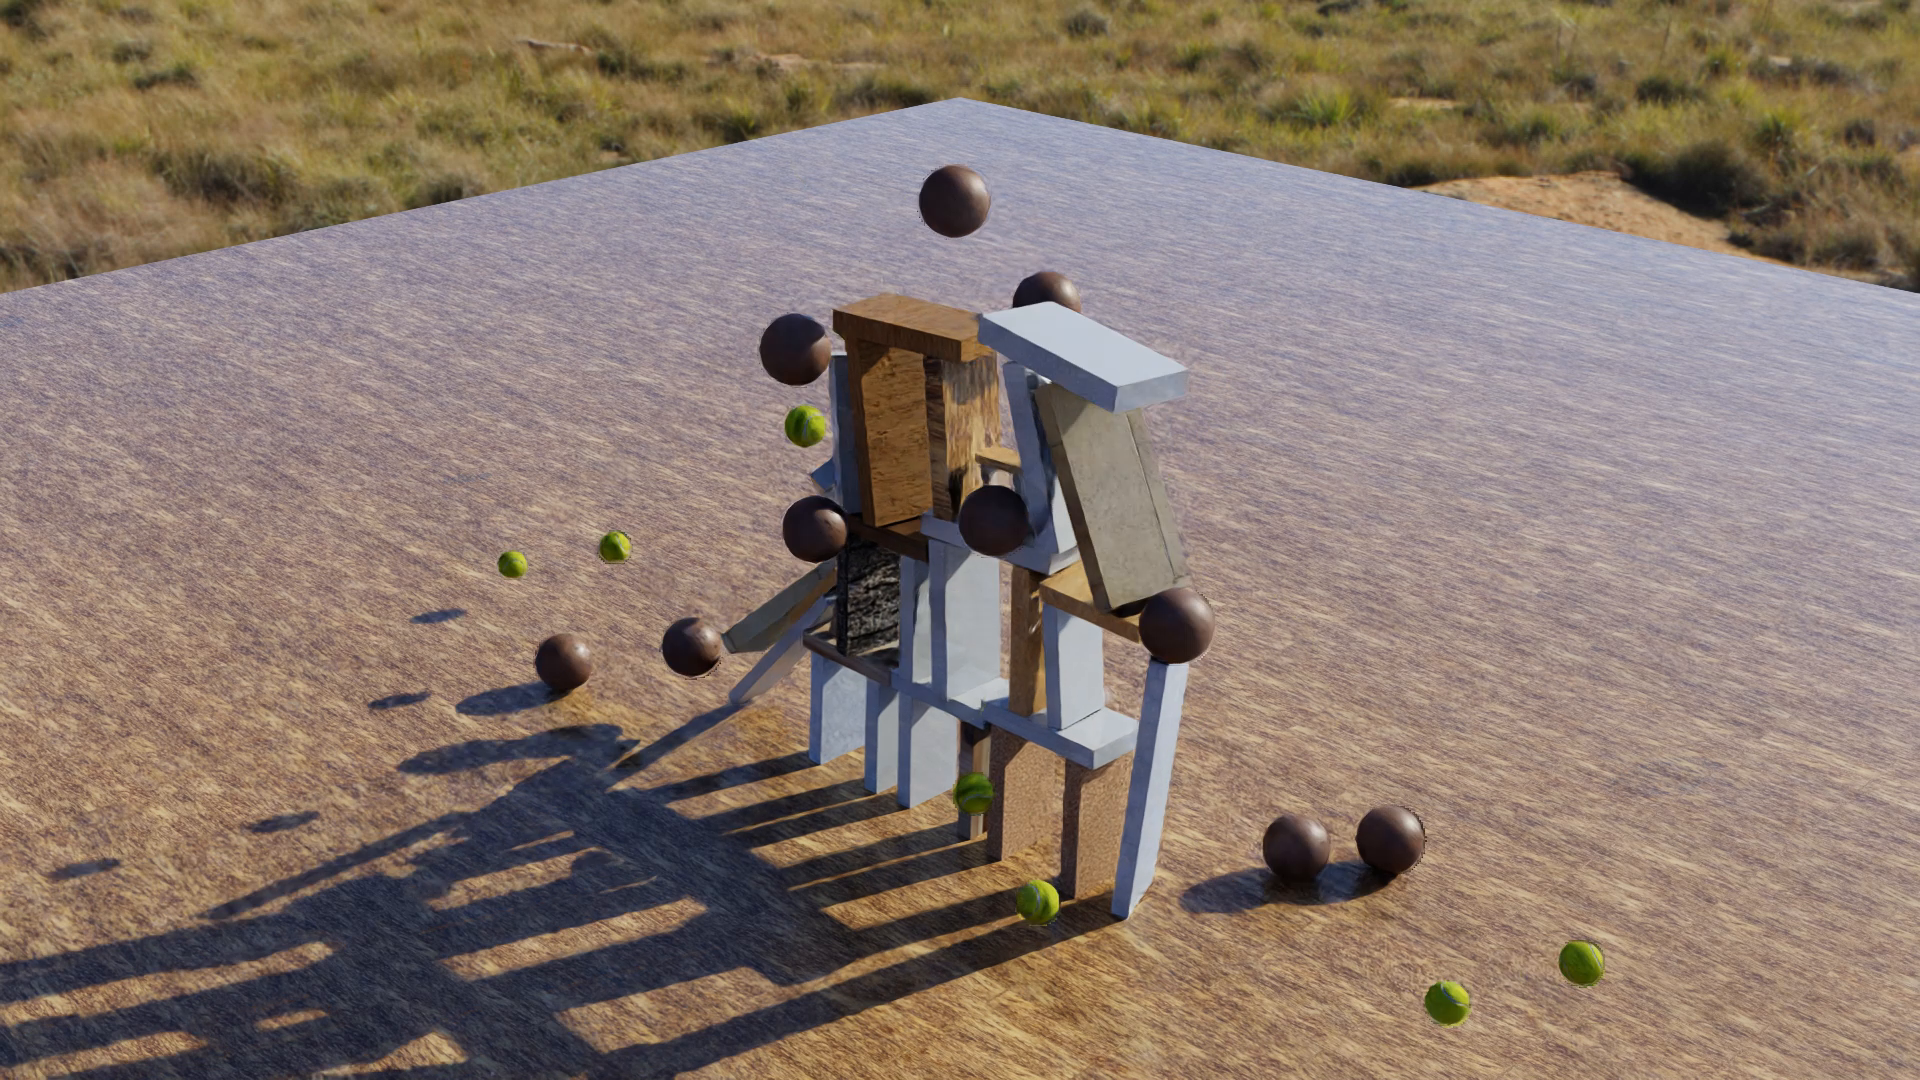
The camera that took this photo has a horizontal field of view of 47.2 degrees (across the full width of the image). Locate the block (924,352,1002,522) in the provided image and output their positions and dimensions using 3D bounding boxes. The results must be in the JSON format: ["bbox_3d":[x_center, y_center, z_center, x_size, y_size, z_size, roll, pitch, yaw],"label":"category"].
[{"bbox_3d":[0.009,-0.206,4.108,0.044,0.310,0.155,13,25,39],"label":"block"}]

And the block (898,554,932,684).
[{"bbox_3d":[-0.057,0.135,4.326,0.038,0.269,0.134,24,33,38],"label":"block"}]

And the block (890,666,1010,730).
[{"bbox_3d":[0.000,0.294,4.349,0.130,0.037,0.260,-22,31,-40],"label":"block"}]

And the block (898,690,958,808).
[{"bbox_3d":[-0.065,0.405,4.471,0.130,0.260,0.037,-21,33,-40],"label":"block"}]

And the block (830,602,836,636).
[{"bbox_3d":[-0.204,0.101,4.499,0.100,0.200,0.028,-20,47,-38],"label":"block"}]

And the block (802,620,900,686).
[{"bbox_3d":[-0.188,0.223,4.515,0.130,0.037,0.261,-21,31,-40],"label":"block"}]

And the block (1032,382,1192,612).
[{"bbox_3d":[0.271,-0.093,3.894,0.175,0.408,0.050,-15,-3,-28],"label":"block"}]

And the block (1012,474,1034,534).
[{"bbox_3d":[0.128,-0.073,4.055,0.016,0.114,0.057,5,22,38],"label":"block"}]

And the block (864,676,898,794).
[{"bbox_3d":[-0.135,0.381,4.526,0.037,0.261,0.131,24,33,39],"label":"block"}]

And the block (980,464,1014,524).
[{"bbox_3d":[0.069,-0.094,4.100,0.016,0.114,0.057,4,22,39],"label":"block"}]

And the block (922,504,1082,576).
[{"bbox_3d":[0.091,-0.016,4.123,0.300,0.042,0.150,18,28,34],"label":"block"}]

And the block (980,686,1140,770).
[{"bbox_3d":[0.193,0.343,4.157,0.289,0.041,0.144,21,31,41],"label":"block"}]

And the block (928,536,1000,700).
[{"bbox_3d":[0.010,0.132,4.258,0.042,0.333,0.150,20,31,40],"label":"block"}]

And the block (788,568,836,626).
[{"bbox_3d":[-0.268,0.106,4.570,0.100,0.200,0.028,-19,73,-44],"label":"block"}]

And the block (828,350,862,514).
[{"bbox_3d":[-0.169,-0.216,4.306,0.157,0.313,0.044,-7,15,-19],"label":"block"}]

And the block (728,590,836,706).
[{"bbox_3d":[-0.355,0.225,4.707,0.100,0.498,0.028,-21,74,-39],"label":"block"}]

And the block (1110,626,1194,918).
[{"bbox_3d":[0.347,0.428,3.997,0.035,0.580,0.125,18,34,20],"label":"block"}]

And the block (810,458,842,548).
[{"bbox_3d":[-0.210,-0.096,4.490,0.157,0.313,0.044,-38,68,-12],"label":"block"}]

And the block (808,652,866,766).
[{"bbox_3d":[-0.254,0.334,4.637,0.130,0.261,0.037,-21,35,-40],"label":"block"}]

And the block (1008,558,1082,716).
[{"bbox_3d":[0.160,0.168,4.132,0.042,0.300,0.150,20,30,38],"label":"block"}]

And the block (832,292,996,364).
[{"bbox_3d":[-0.070,-0.398,4.105,0.310,0.044,0.155,17,28,35],"label":"block"}]

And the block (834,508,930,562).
[{"bbox_3d":[-0.108,-0.028,4.312,0.134,0.038,0.268,-20,29,-40],"label":"block"}]

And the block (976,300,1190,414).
[{"bbox_3d":[0.213,-0.325,3.856,0.176,0.050,0.351,-16,35,-39],"label":"block"}]

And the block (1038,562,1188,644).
[{"bbox_3d":[0.274,0.109,3.955,0.125,0.035,0.250,-25,33,-36],"label":"block"}]

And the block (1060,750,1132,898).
[{"bbox_3d":[0.257,0.521,4.162,0.041,0.289,0.144,23,32,40],"label":"block"}]

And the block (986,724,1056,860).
[{"bbox_3d":[0.121,0.467,4.287,0.041,0.289,0.144,23,32,40],"label":"block"}]

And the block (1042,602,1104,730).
[{"bbox_3d":[0.211,0.213,4.086,0.035,0.250,0.125,15,28,40],"label":"block"}]

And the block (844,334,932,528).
[{"bbox_3d":[-0.128,-0.227,4.247,0.155,0.378,0.044,-15,18,-33],"label":"block"}]

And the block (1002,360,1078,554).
[{"bbox_3d":[0.182,-0.169,3.983,0.050,0.351,0.175,0,17,41],"label":"block"}]

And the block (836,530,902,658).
[{"bbox_3d":[-0.183,0.093,4.427,0.134,0.268,0.038,-17,32,-35],"label":"block"}]

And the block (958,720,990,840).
[{"bbox_3d":[0.058,0.453,4.357,0.130,0.260,0.037,-22,34,-40],"label":"block"}]

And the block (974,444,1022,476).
[{"bbox_3d":[0.090,-0.146,4.056,0.114,0.016,0.057,18,31,34],"label":"block"}]

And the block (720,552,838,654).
[{"bbox_3d":[-0.317,0.117,4.673,0.391,0.044,0.157,-35,-13,19],"label":"block"}]
